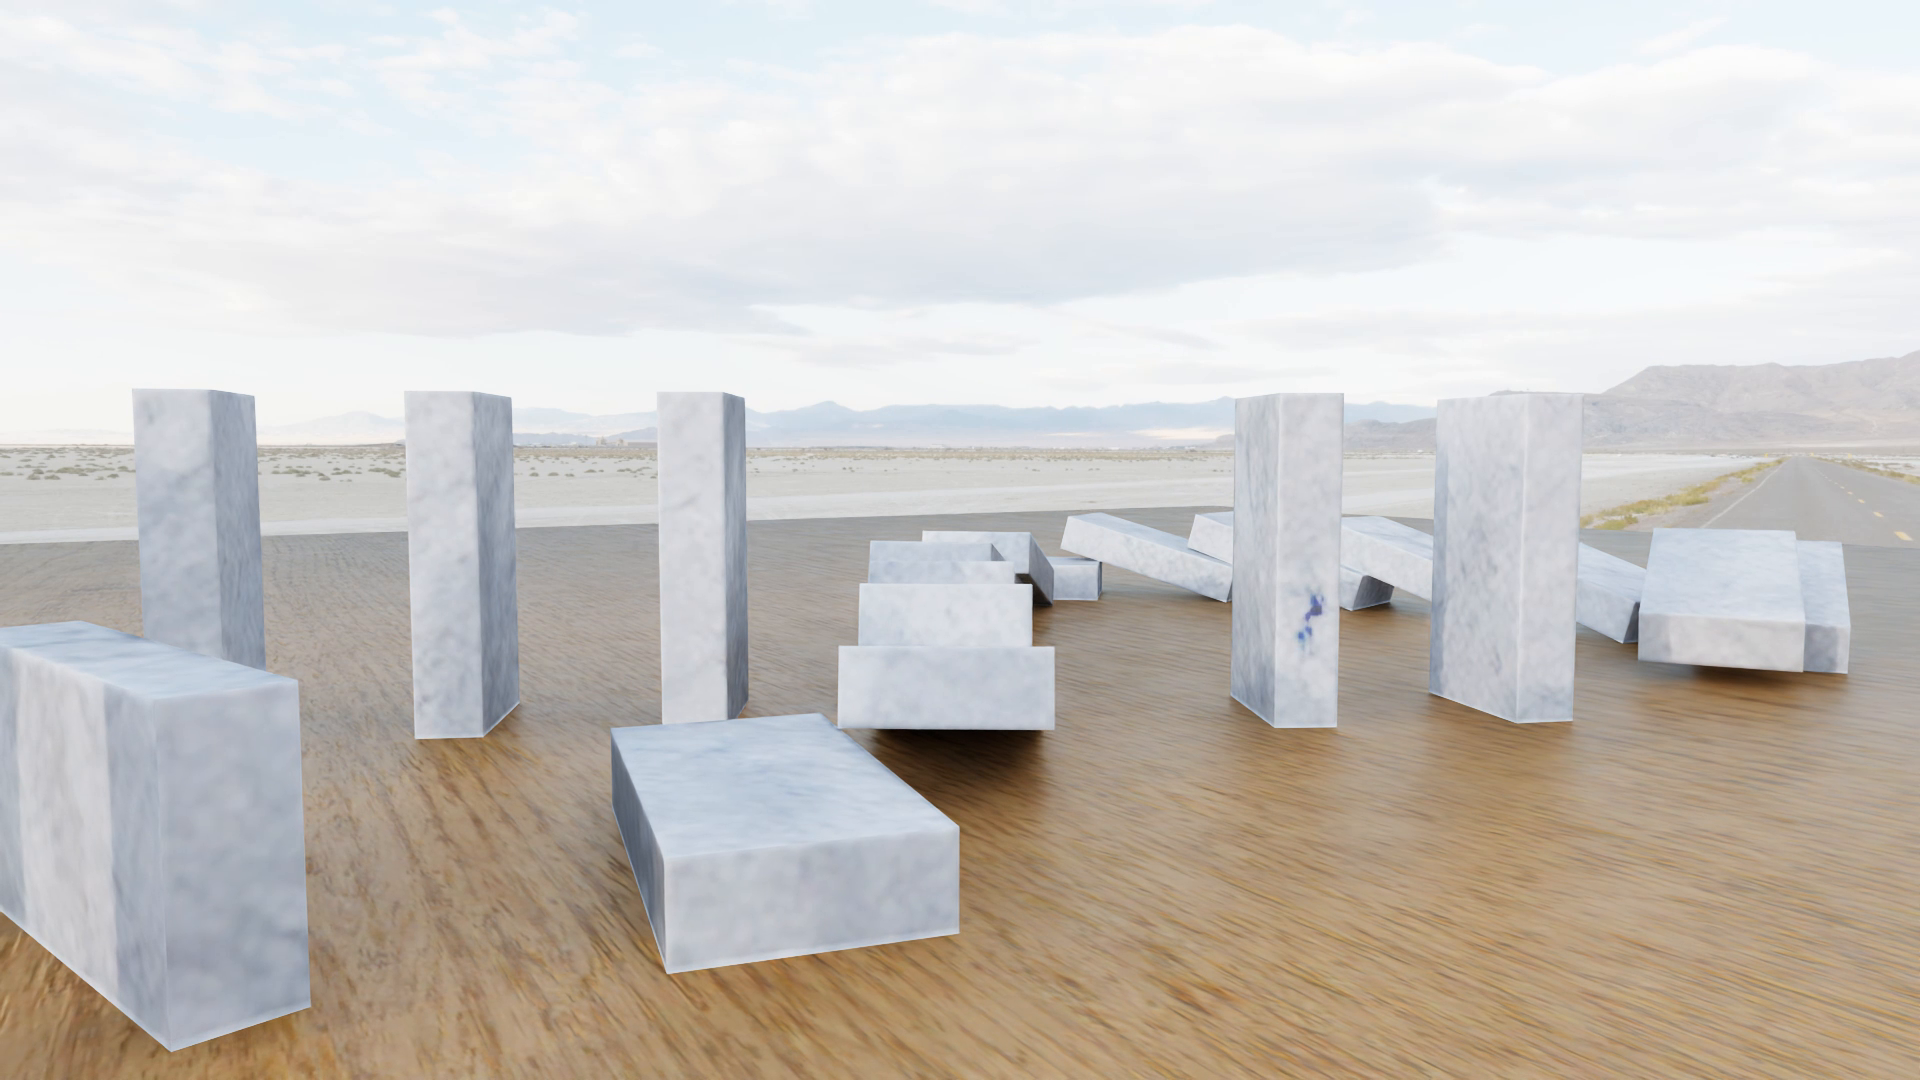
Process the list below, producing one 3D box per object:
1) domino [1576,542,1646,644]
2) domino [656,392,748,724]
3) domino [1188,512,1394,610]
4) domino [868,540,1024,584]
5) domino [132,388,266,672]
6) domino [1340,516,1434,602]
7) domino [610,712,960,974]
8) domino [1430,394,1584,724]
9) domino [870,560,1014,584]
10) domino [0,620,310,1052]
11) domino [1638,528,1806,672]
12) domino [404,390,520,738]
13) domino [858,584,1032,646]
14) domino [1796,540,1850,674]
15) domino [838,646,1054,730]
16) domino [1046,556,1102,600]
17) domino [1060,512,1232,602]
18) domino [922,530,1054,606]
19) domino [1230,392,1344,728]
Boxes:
[{"bbox_3d":[0.143,0.009,0.299,0.025,0.009,0.050,-2,21,-26],"label":"domino"},{"bbox_3d":[-0.039,0.003,0.199,0.009,0.050,0.025,0,4,-2],"label":"domino"},{"bbox_3d":[0.091,0.005,0.350,0.050,0.010,0.025,24,18,37],"label":"domino"},{"bbox_3d":[-0.002,0.010,0.283,0.025,0.009,0.050,1,-11,11],"label":"domino"},{"bbox_3d":[-0.111,0.003,0.189,0.010,0.050,0.025,-1,4,-16],"label":"domino"},{"bbox_3d":[0.120,0.007,0.328,0.025,0.010,0.050,-3,21,-38],"label":"domino"},{"bbox_3d":[-0.020,0.028,0.130,0.025,0.010,0.050,-2,5,-20],"label":"domino"},{"bbox_3d":[0.087,0.002,0.207,0.010,0.050,0.025,-1,4,-10],"label":"domino"},{"bbox_3d":[-0.002,0.013,0.246,0.025,0.010,0.050,0,-11,2],"label":"domino"},{"bbox_3d":[-0.071,0.022,0.109,0.050,0.025,0.009,4,6,40],"label":"domino"},{"bbox_3d":[0.145,0.010,0.245,0.025,0.010,0.050,2,19,31],"label":"domino"},{"bbox_3d":[-0.076,0.003,0.196,0.010,0.050,0.025,-1,4,-7],"label":"domino"},{"bbox_3d":[-0.002,0.016,0.210,0.025,0.009,0.050,0,-11,1],"label":"domino"},{"bbox_3d":[0.166,0.012,0.263,0.025,0.010,0.050,3,19,32],"label":"domino"},{"bbox_3d":[-0.001,0.020,0.173,0.025,0.009,0.050,0,-7,2],"label":"domino"},{"bbox_3d":[0.015,0.010,0.365,0.050,0.010,0.025,1,4,9],"label":"domino"},{"bbox_3d":[0.057,0.004,0.366,0.050,0.010,0.025,19,12,25],"label":"domino"},{"bbox_3d":[0.008,0.008,0.318,0.025,0.009,0.050,1,-11,11],"label":"domino"},{"bbox_3d":[0.051,0.002,0.203,0.010,0.050,0.025,0,4,-3],"label":"domino"}]
